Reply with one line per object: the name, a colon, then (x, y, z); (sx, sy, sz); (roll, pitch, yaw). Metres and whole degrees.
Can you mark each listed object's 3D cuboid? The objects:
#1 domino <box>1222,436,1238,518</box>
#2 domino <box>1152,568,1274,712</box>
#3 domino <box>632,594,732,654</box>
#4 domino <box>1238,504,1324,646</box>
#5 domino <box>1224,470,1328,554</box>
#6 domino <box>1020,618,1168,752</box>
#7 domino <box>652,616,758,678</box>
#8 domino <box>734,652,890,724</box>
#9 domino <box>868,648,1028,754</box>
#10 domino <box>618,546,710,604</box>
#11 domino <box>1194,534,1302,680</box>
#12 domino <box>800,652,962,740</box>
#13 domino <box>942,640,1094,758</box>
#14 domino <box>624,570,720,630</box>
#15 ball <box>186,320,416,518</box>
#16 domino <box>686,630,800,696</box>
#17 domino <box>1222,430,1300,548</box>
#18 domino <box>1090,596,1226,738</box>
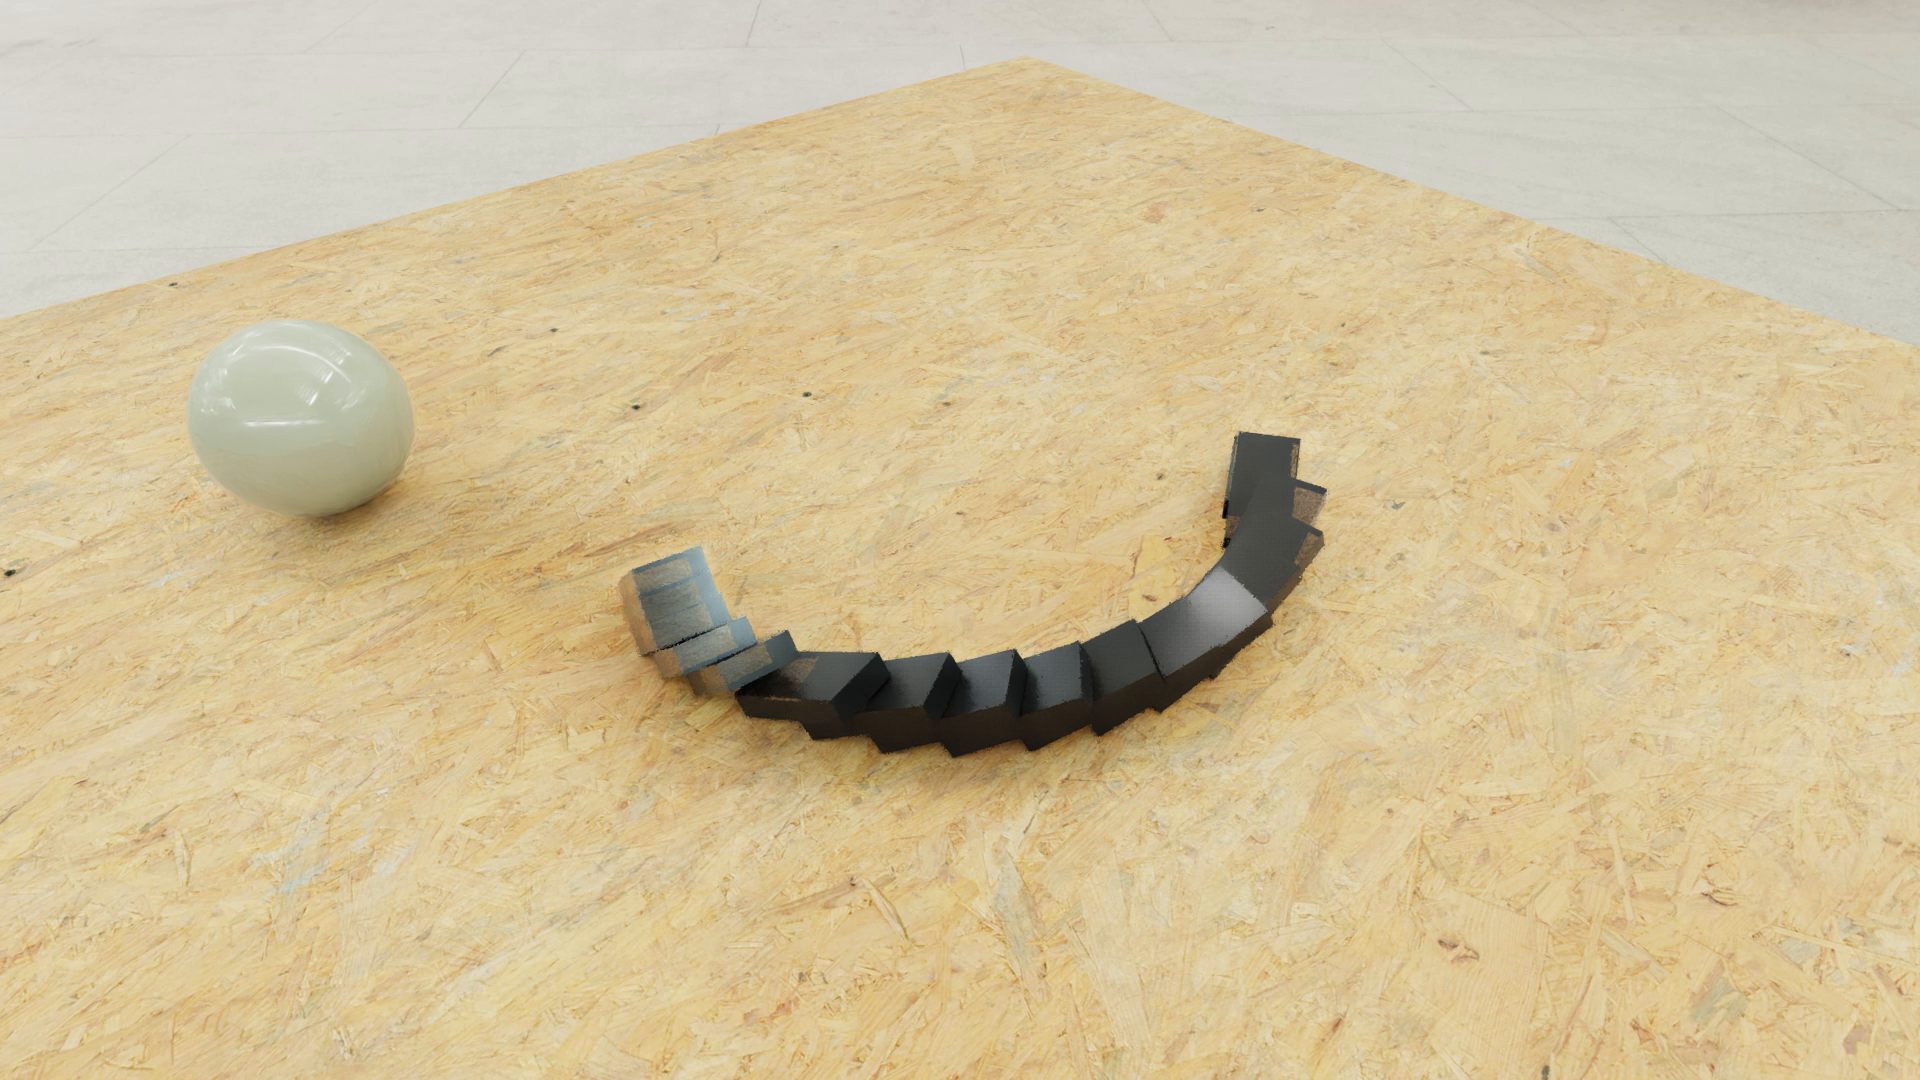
domino: (0.129, -0.026, 0.475); (0.025, 0.009, 0.050); (10, 40, 12)
domino: (0.081, 0.035, 0.384); (0.050, 0.010, 0.025); (-38, 46, -2)
domino: (-0.097, 0.030, 0.382); (0.025, 0.009, 0.050); (-21, 1, -24)
domino: (0.111, 0.012, 0.412); (0.025, 0.010, 0.050); (32, 75, 33)
domino: (0.122, -0.002, 0.430); (0.025, 0.010, 0.050); (22, 69, 24)
domino: (0.041, 0.048, 0.367); (0.050, 0.010, 0.025); (-28, 39, 10)
domino: (-0.087, 0.037, 0.373); (0.025, 0.009, 0.050); (-23, 2, -24)
domino: (-0.050, 0.049, 0.366); (0.050, 0.009, 0.025); (-4, 29, 42)
domino: (-0.004, 0.053, 0.361); (0.050, 0.009, 0.025); (-17, 33, 24)
domino: (-0.109, 0.014, 0.402); (0.025, 0.009, 0.050); (-21, 1, -24)
domino: (0.097, 0.024, 0.398); (0.050, 0.010, 0.025); (-46, 53, -9)
domino: (-0.026, 0.052, 0.363); (0.050, 0.010, 0.025); (-11, 31, 31)
domino: (0.018, 0.053, 0.362); (0.050, 0.009, 0.025); (-20, 35, 19)
domino: (-0.104, 0.022, 0.392); (0.025, 0.010, 0.050); (-21, 1, -23)
ball: (-0.266, -0.049, 0.448); (0.080, 0.080, 0.080); (0, 39, 0)
domino: (-0.074, 0.042, 0.367); (0.025, 0.009, 0.050); (-26, 3, -27)
domino: (0.124, -0.019, 0.450); (0.025, 0.010, 0.050); (9, 66, 11)
domino: (0.062, 0.043, 0.374); (0.050, 0.009, 0.025); (-32, 43, 4)
